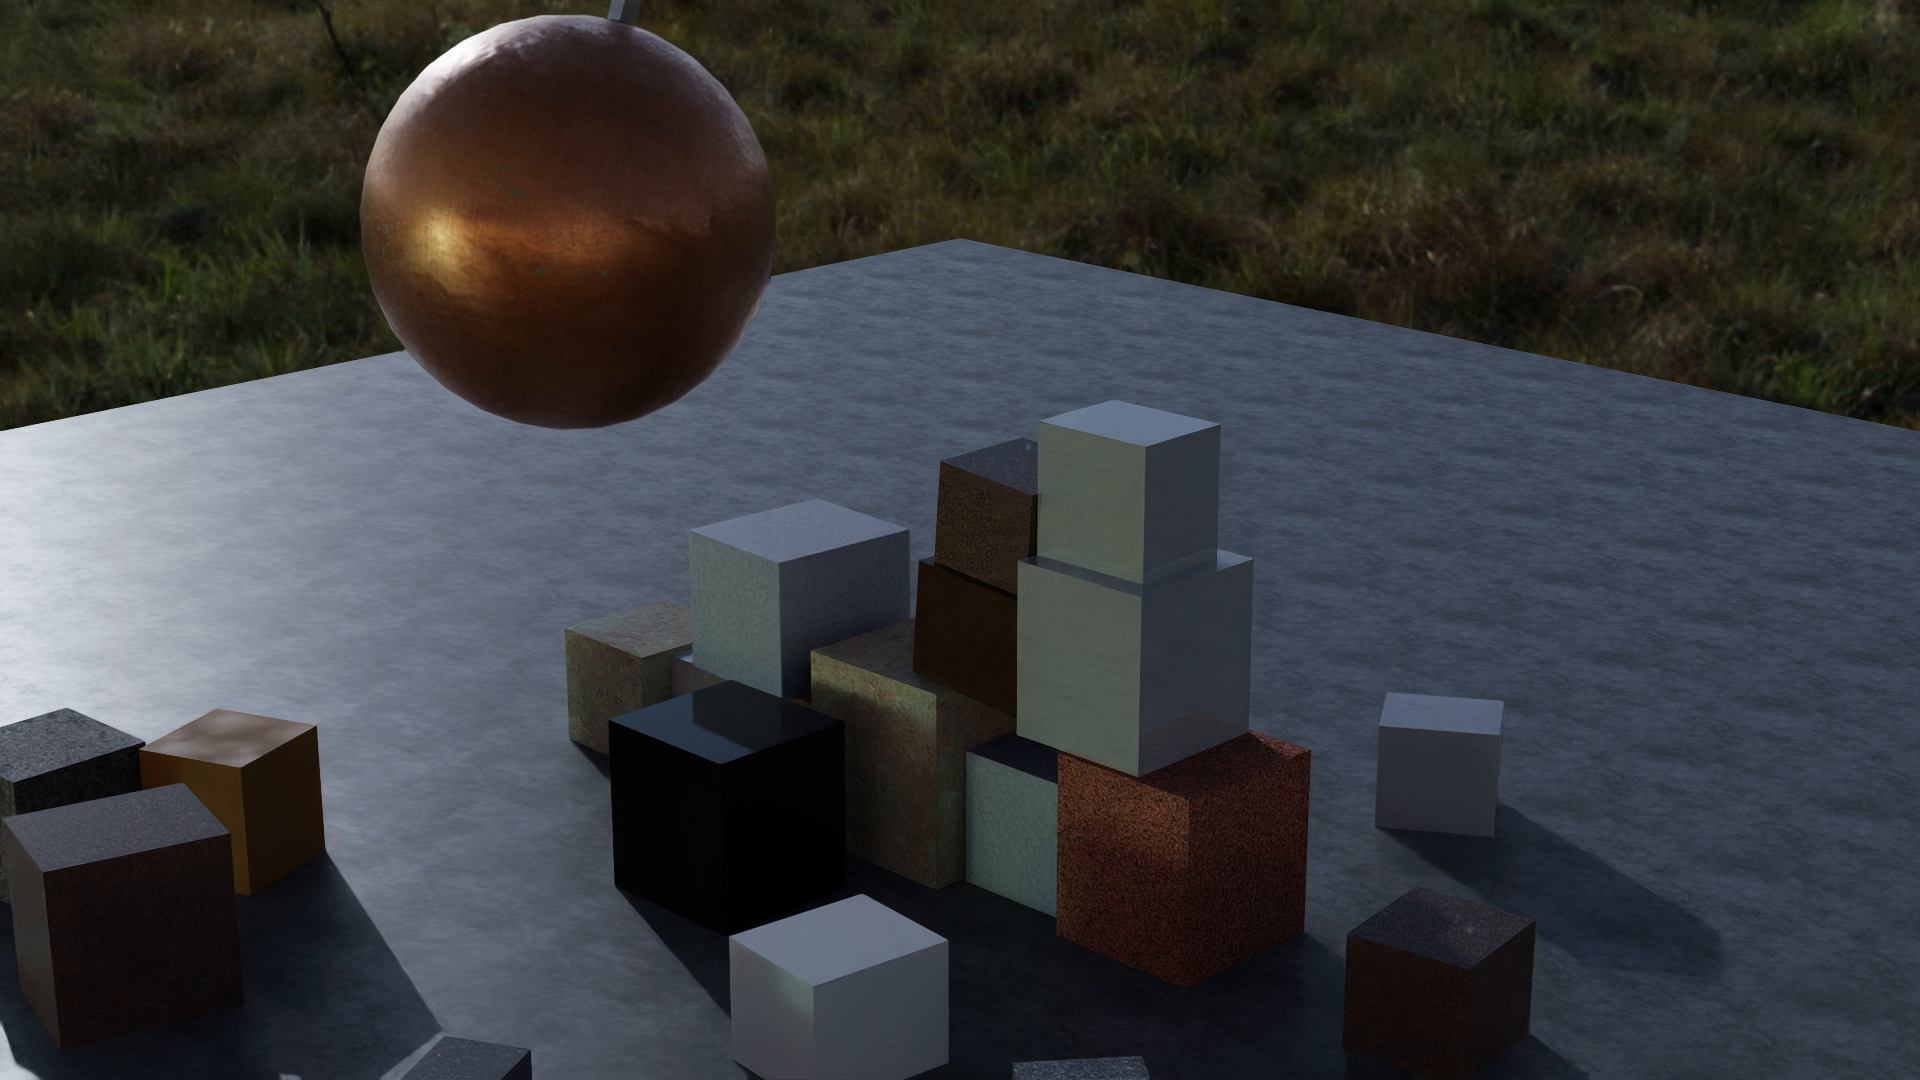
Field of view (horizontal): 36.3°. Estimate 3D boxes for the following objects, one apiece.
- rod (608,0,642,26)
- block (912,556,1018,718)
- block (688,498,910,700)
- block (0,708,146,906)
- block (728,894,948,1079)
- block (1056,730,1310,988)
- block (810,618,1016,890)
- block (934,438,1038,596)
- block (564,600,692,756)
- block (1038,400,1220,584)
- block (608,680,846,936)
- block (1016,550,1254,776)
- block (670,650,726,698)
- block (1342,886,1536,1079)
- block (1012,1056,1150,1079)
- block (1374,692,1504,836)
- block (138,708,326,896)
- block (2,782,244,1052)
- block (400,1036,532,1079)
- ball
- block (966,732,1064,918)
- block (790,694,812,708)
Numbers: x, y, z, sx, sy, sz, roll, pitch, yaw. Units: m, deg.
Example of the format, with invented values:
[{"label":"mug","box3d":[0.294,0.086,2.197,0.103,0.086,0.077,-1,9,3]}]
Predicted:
[{"label":"rod","box3d":[-0.655,-4.516,11.236,0.080,5.200,0.080,17,3,42]},{"label":"block","box3d":[0.244,0.369,13.148,0.638,0.539,0.617,22,27,40]},{"label":"block","box3d":[-0.775,0.281,14.238,0.798,0.694,0.707,-15,23,-39]},{"label":"block","box3d":[-4.170,1.225,13.397,0.653,0.630,0.668,15,23,40]},{"label":"block","box3d":[-0.479,1.826,11.641,0.657,0.535,0.568,-13,22,-36]},{"label":"block","box3d":[0.966,1.317,12.729,0.800,0.855,0.741,-17,24,-42]},{"label":"block","box3d":[-0.083,0.954,13.735,0.823,0.943,0.893,17,24,42]},{"label":"block","box3d":[0.282,-0.106,12.974,0.551,0.474,0.533,22,27,39]},{"label":"block","box3d":[-1.556,0.733,15.007,0.660,0.603,0.627,-16,24,-42]},{"label":"block","box3d":[0.718,-0.214,12.518,0.596,0.597,0.493,16,23,41]},{"label":"block","box3d":[-1.044,1.190,13.211,0.766,0.807,0.728,17,24,42]},{"label":"block","box3d":[0.754,0.465,12.685,0.703,0.797,0.730,16,24,42]},{"label":"block","box3d":[-1.033,0.854,14.673,0.550,0.571,0.606,-17,24,-42]},{"label":"block","box3d":[1.929,1.789,11.805,0.542,0.509,0.570,13,21,35]},{"label":"block","box3d":[0.456,2.189,10.600,0.480,0.467,0.442,-2,18,-6]},{"label":"block","box3d":[2.302,1.073,14.074,0.561,0.514,0.467,4,18,12]},{"label":"block","box3d":[-3.343,1.198,13.493,0.561,0.623,0.573,7,19,22]},{"label":"block","box3d":[-3.460,1.543,12.130,0.757,0.782,0.640,-10,20,-30]},{"label":"block","box3d":[-1.843,2.140,10.885,0.355,0.390,0.444,5,18,17]},{"label":"ball","box3d":[-1.512,-1.228,11.370,1.600,1.600,1.600,0,17,0]},{"label":"block","box3d":[0.475,1.262,13.265,0.593,0.639,0.680,-17,24,-42]},{"label":"block","box3d":[-0.593,0.960,14.263,0.653,0.616,0.602,-17,24,-42]}]
